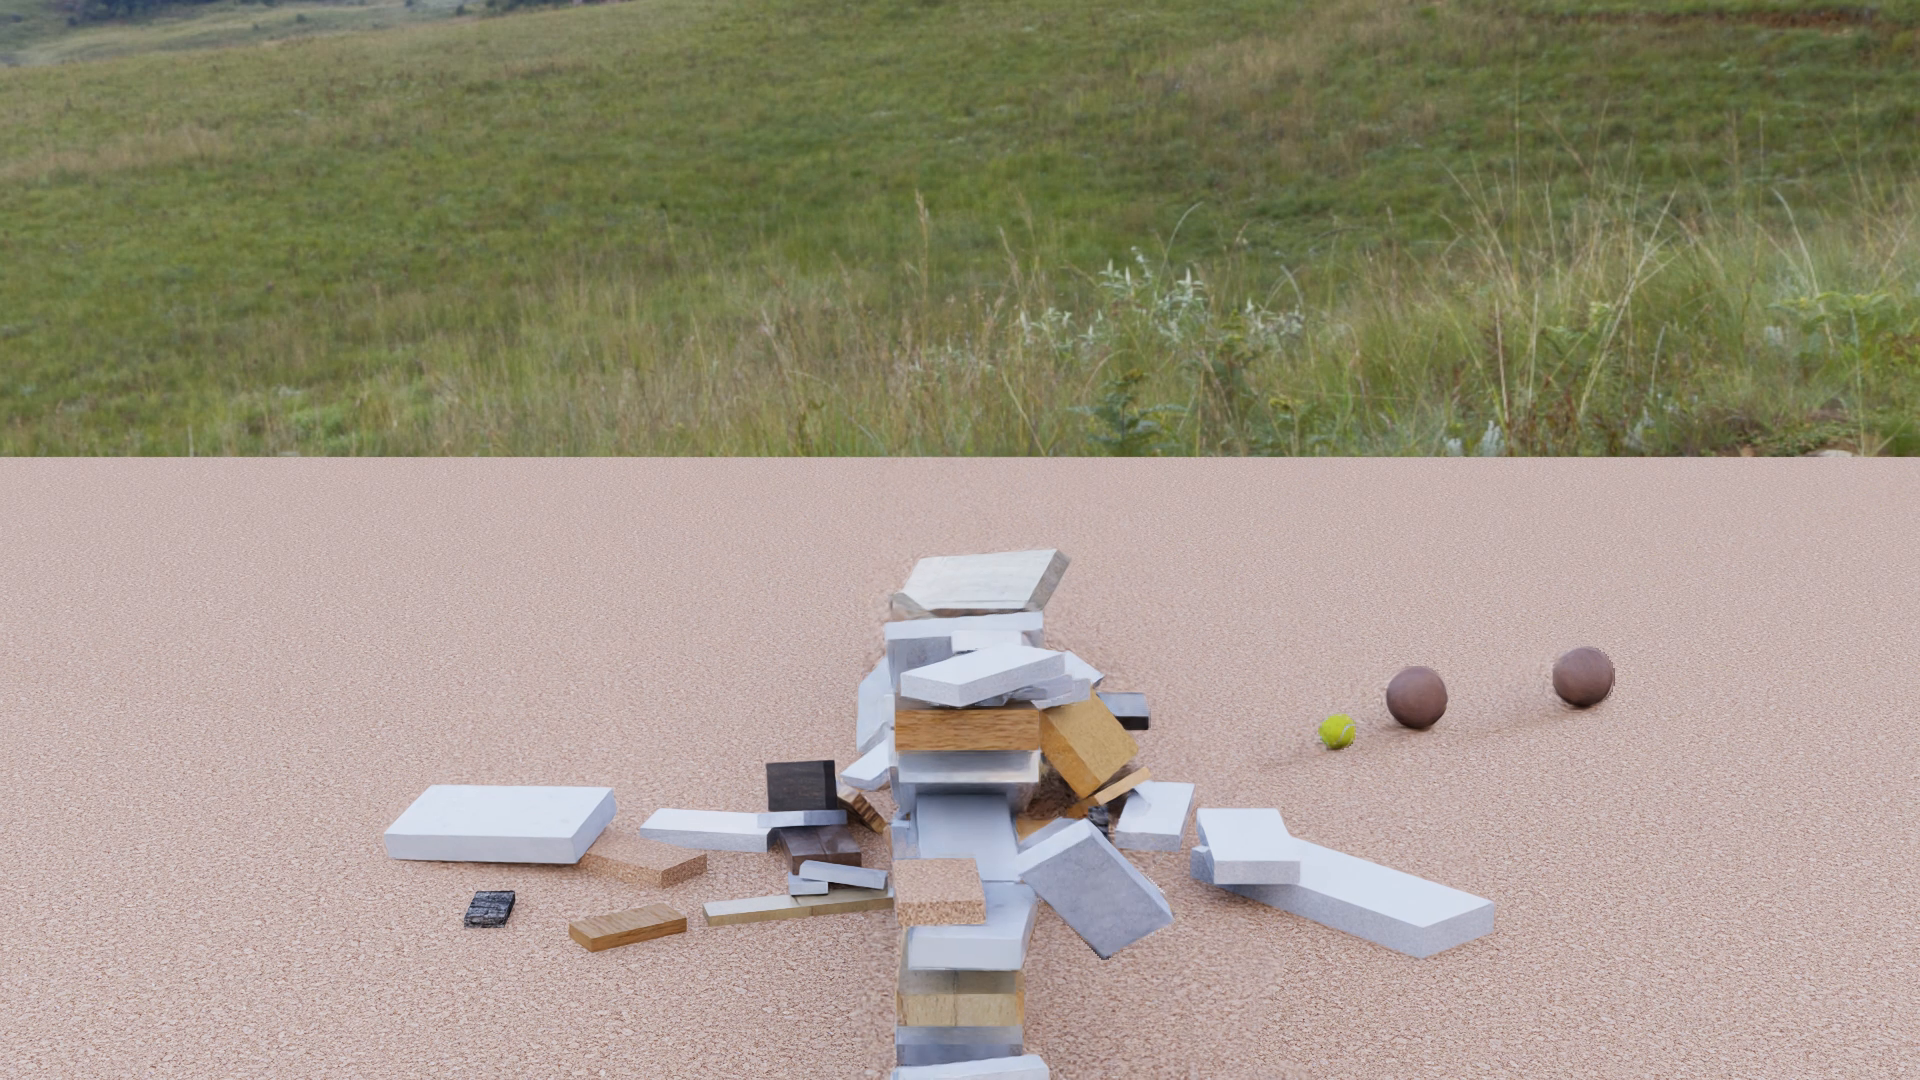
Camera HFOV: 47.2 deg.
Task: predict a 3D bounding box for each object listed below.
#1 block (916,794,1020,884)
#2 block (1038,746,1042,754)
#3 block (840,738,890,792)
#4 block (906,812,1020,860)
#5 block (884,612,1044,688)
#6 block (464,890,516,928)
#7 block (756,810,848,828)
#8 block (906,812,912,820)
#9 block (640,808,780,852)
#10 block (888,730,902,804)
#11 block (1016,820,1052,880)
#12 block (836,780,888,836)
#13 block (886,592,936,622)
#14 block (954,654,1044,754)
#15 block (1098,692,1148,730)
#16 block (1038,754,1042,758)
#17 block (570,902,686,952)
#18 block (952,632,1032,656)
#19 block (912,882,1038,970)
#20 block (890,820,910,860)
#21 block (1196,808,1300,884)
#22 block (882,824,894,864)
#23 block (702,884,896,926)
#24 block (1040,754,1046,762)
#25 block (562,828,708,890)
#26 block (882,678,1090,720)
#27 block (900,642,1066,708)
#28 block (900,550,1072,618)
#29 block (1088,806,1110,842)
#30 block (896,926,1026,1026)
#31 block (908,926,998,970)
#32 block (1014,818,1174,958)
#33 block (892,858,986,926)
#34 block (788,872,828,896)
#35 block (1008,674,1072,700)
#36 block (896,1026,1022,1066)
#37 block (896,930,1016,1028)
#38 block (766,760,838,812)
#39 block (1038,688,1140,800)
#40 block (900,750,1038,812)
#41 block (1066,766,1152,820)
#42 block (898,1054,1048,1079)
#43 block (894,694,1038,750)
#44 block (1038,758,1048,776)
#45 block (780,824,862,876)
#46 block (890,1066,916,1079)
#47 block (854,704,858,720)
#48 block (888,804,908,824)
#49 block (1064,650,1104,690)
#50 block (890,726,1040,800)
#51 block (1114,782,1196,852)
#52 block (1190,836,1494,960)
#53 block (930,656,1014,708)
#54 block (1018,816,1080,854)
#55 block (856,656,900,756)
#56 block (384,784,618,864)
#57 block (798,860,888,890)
[{"bbox_3d":[0.007,0.387,2.767,0.119,0.034,0.272,0,16,-3],"label":"block"},{"bbox_3d":[0.088,0.381,3.947,0.106,0.053,0.015,-25,-14,-16],"label":"block"},{"bbox_3d":[-0.144,0.430,4.298,0.087,0.025,0.174,5,30,43],"label":"block"},{"bbox_3d":[0.005,0.418,3.045,0.148,0.042,0.297,0,9,0],"label":"block"},{"bbox_3d":[0.012,0.225,4.499,0.319,0.160,0.045,-4,49,1],"label":"block"},{"bbox_3d":[-0.763,0.599,3.570,0.063,0.018,0.126,-1,11,-3],"label":"block"},{"bbox_3d":[-0.281,0.498,3.925,0.090,0.026,0.181,-6,-8,21],"label":"block"},{"bbox_3d":[-0.006,0.466,3.725,0.159,0.045,0.318,1,-25,4],"label":"block"},{"bbox_3d":[-0.445,0.521,3.949,0.233,0.033,0.117,2,11,10],"label":"block"},{"bbox_3d":[-0.014,0.339,3.253,0.176,0.050,0.489,0,-13,-1],"label":"block"},{"bbox_3d":[0.146,0.541,3.842,0.114,0.032,0.229,0,11,-2],"label":"block"},{"bbox_3d":[-0.206,0.479,4.033,0.026,0.090,0.181,-46,27,-14],"label":"block"},{"bbox_3d":[-0.095,0.226,5.007,0.042,0.147,0.674,-11,5,-8],"label":"block"},{"bbox_3d":[0.117,0.329,4.357,0.160,0.045,0.320,39,6,-36],"label":"block"},{"bbox_3d":[0.352,0.371,4.767,0.103,0.029,0.207,0,11,2],"label":"block"},{"bbox_3d":[0.069,0.391,4.107,0.147,0.042,0.293,35,-11,4],"label":"block"},{"bbox_3d":[-0.525,0.613,3.481,0.165,0.023,0.082,-7,13,-34],"label":"block"},{"bbox_3d":[0.049,0.152,2.956,0.091,0.026,0.183,0,-13,9],"label":"block"},{"bbox_3d":[0.020,0.437,2.508,0.119,0.034,0.238,1,6,6],"label":"block"},{"bbox_3d":[-0.071,0.522,3.562,0.070,0.140,0.020,2,22,14],"label":"block"},{"bbox_3d":[0.482,0.513,3.698,0.140,0.040,0.279,0,11,0],"label":"block"},{"bbox_3d":[-0.072,0.527,3.588,0.070,0.140,0.020,-10,19,20],"label":"block"},{"bbox_3d":[-0.255,0.596,3.590,0.322,0.018,0.063,-3,11,-16],"label":"block"},{"bbox_3d":[0.072,0.348,4.352,0.147,0.042,0.293,41,5,-20],"label":"block"},{"bbox_3d":[-0.706,0.532,3.890,0.578,0.033,0.117,7,13,34],"label":"block"},{"bbox_3d":[0.058,0.280,3.898,0.140,0.040,0.646,1,0,23],"label":"block"},{"bbox_3d":[0.030,0.166,2.733,0.098,0.028,0.196,8,14,42],"label":"block"},{"bbox_3d":[0.038,0.114,5.382,0.045,0.160,0.798,35,-15,-19],"label":"block"},{"bbox_3d":[0.231,0.533,3.665,0.032,0.114,0.229,0,11,3],"label":"block"},{"bbox_3d":[0.001,0.528,2.702,0.150,0.043,0.301,0,5,0],"label":"block"},{"bbox_3d":[0.000,0.461,2.614,0.119,0.034,0.238,0,6,0],"label":"block"},{"bbox_3d":[0.158,0.408,2.568,0.098,0.196,0.028,-31,38,15],"label":"block"},{"bbox_3d":[-0.026,0.404,2.531,0.098,0.028,0.196,-1,6,-3],"label":"block"},{"bbox_3d":[-0.254,0.571,3.663,0.063,0.018,0.126,-2,1,-6],"label":"block"},{"bbox_3d":[0.090,0.197,2.973,0.091,0.026,0.183,0,-1,14],"label":"block"},{"bbox_3d":[-0.001,0.649,2.740,0.150,0.043,0.301,0,-29,0],"label":"block"},{"bbox_3d":[-0.002,0.503,2.541,0.131,0.037,0.261,0,5,1],"label":"block"},{"bbox_3d":[-0.292,0.452,4.042,0.026,0.090,0.181,0,-6,-40],"label":"block"},{"bbox_3d":[0.238,0.382,4.248,0.051,0.179,0.358,-41,-7,16],"label":"block"},{"bbox_3d":[0.008,0.322,2.954,0.176,0.050,0.351,0,-13,-1],"label":"block"},{"bbox_3d":[0.277,0.471,4.088,0.165,0.023,0.082,-21,-10,-47],"label":"block"},{"bbox_3d":[0.016,0.651,2.146,0.140,0.280,0.040,-3,6,-14],"label":"block"},{"bbox_3d":[0.003,0.234,2.856,0.175,0.050,0.351,0,-1,-2],"label":"block"},{"bbox_3d":[0.099,0.395,3.902,0.106,0.015,0.053,11,10,-19],"label":"block"},{"bbox_3d":[-0.243,0.535,3.810,0.117,0.033,0.233,-2,5,-10],"label":"block"},{"bbox_3d":[-0.025,0.636,2.368,0.137,0.039,0.386,-1,1,6],"label":"block"},{"bbox_3d":[-0.144,0.374,4.774,0.163,0.023,0.081,-2,10,-8],"label":"block"},{"bbox_3d":[-0.089,0.486,3.976,0.053,0.106,0.015,-16,62,-40],"label":"block"},{"bbox_3d":[0.192,0.332,4.845,0.103,0.029,0.458,35,21,15],"label":"block"},{"bbox_3d":[0.012,0.383,3.770,0.159,0.045,0.318,-5,-24,19],"label":"block"},{"bbox_3d":[0.360,0.505,4.038,0.114,0.032,0.314,2,11,11],"label":"block"},{"bbox_3d":[0.620,0.574,3.617,0.179,0.051,0.494,-9,14,-39],"label":"block"},{"bbox_3d":[0.023,0.181,2.822,0.091,0.026,0.183,0,9,10],"label":"block"},{"bbox_3d":[0.174,0.519,3.810,0.082,0.023,0.165,5,12,27],"label":"block"},{"bbox_3d":[-0.163,0.341,4.622,0.033,0.117,0.399,42,10,-12],"label":"block"},{"bbox_3d":[-0.805,0.497,3.863,0.358,0.051,0.179,-1,22,16],"label":"block"},{"bbox_3d":[-0.192,0.555,3.648,0.140,0.020,0.070,7,0,4],"label":"block"}]
